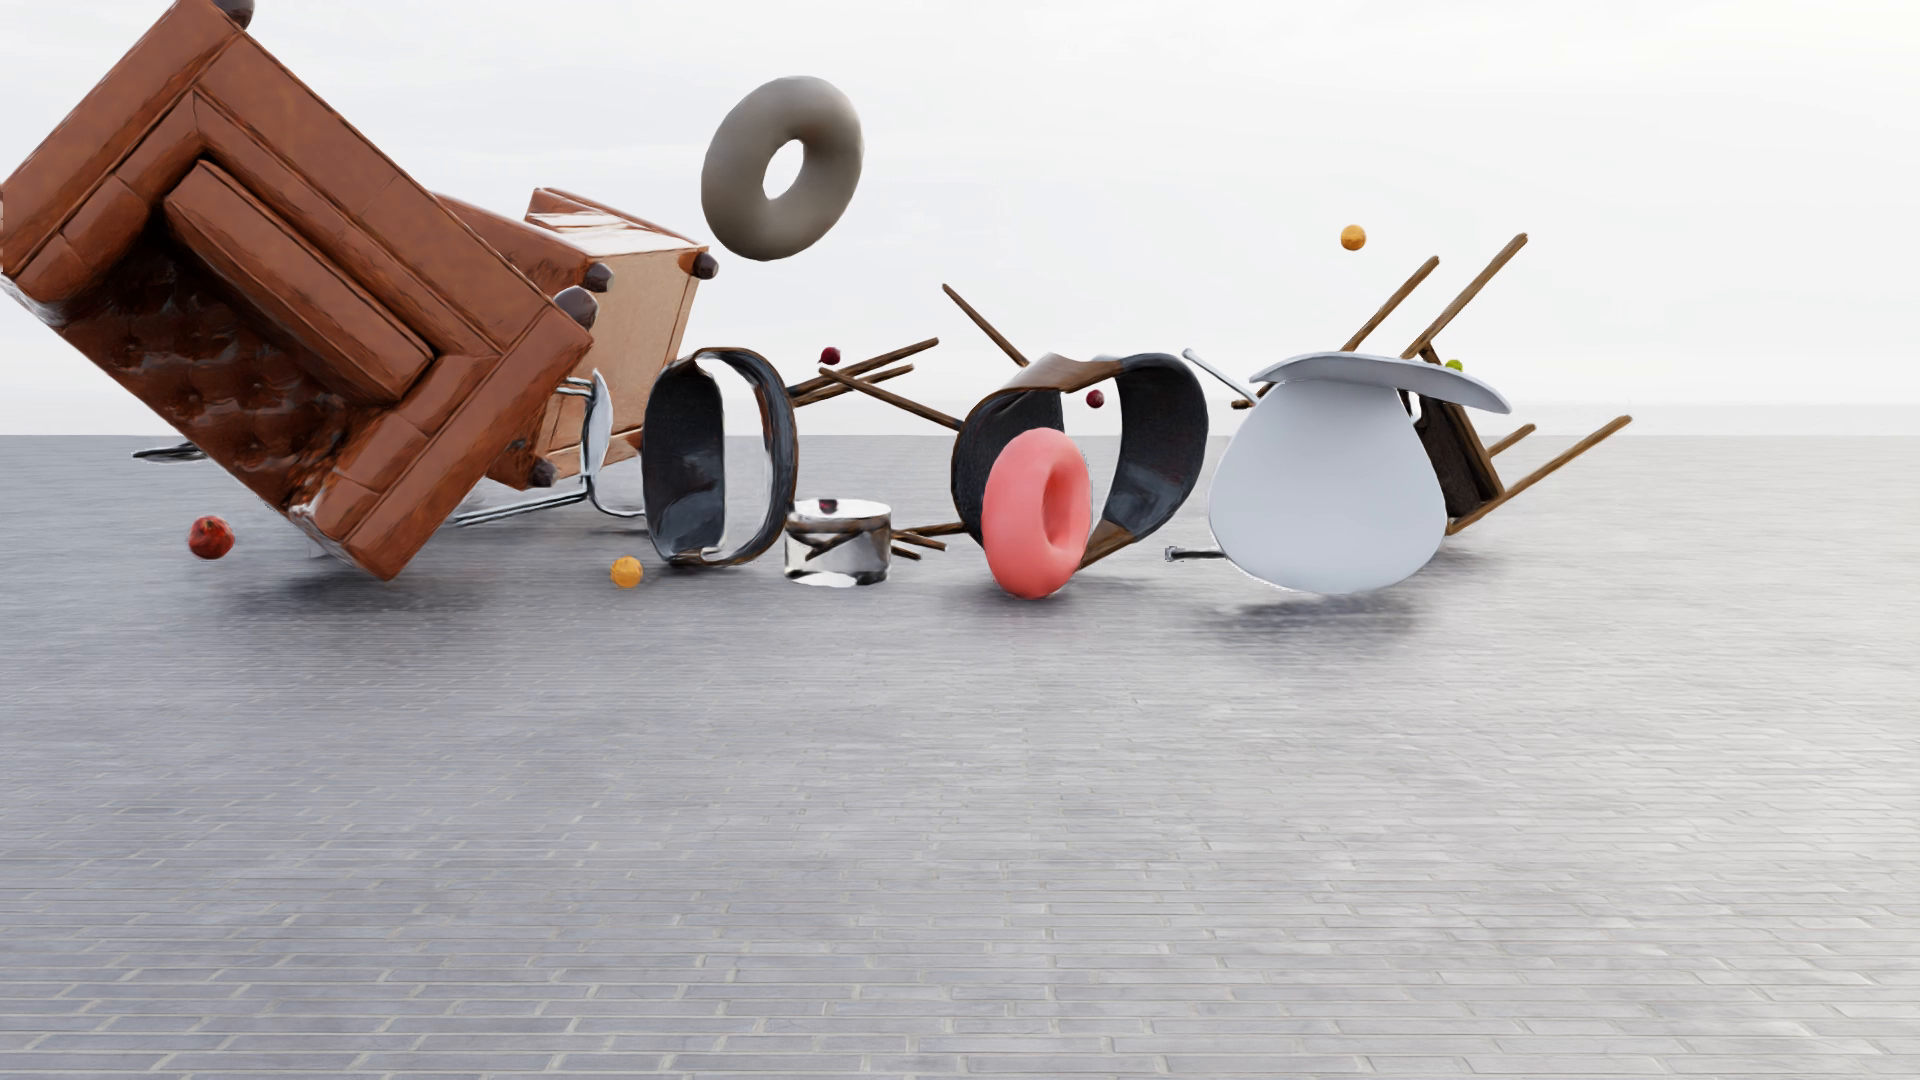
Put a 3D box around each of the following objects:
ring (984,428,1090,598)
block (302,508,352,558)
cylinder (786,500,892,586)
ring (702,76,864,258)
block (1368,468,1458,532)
[{"bbox_3d":[0.168,-0.060,4.745,0.136,0.300,0.426,-9,43,30],"label":"ring"},{"bbox_3d":[-1.700,-0.021,5.912,0.084,0.111,0.135,-14,5,-4],"label":"block"},{"bbox_3d":[-0.284,0.004,5.127,0.244,0.159,0.294,1,9,-1],"label":"cylinder"},{"bbox_3d":[-0.389,-0.819,4.852,0.129,0.433,0.402,32,-12,39],"label":"ring"},{"bbox_3d":[1.433,-0.128,6.959,0.238,0.183,0.133,2,-3,28],"label":"block"}]
